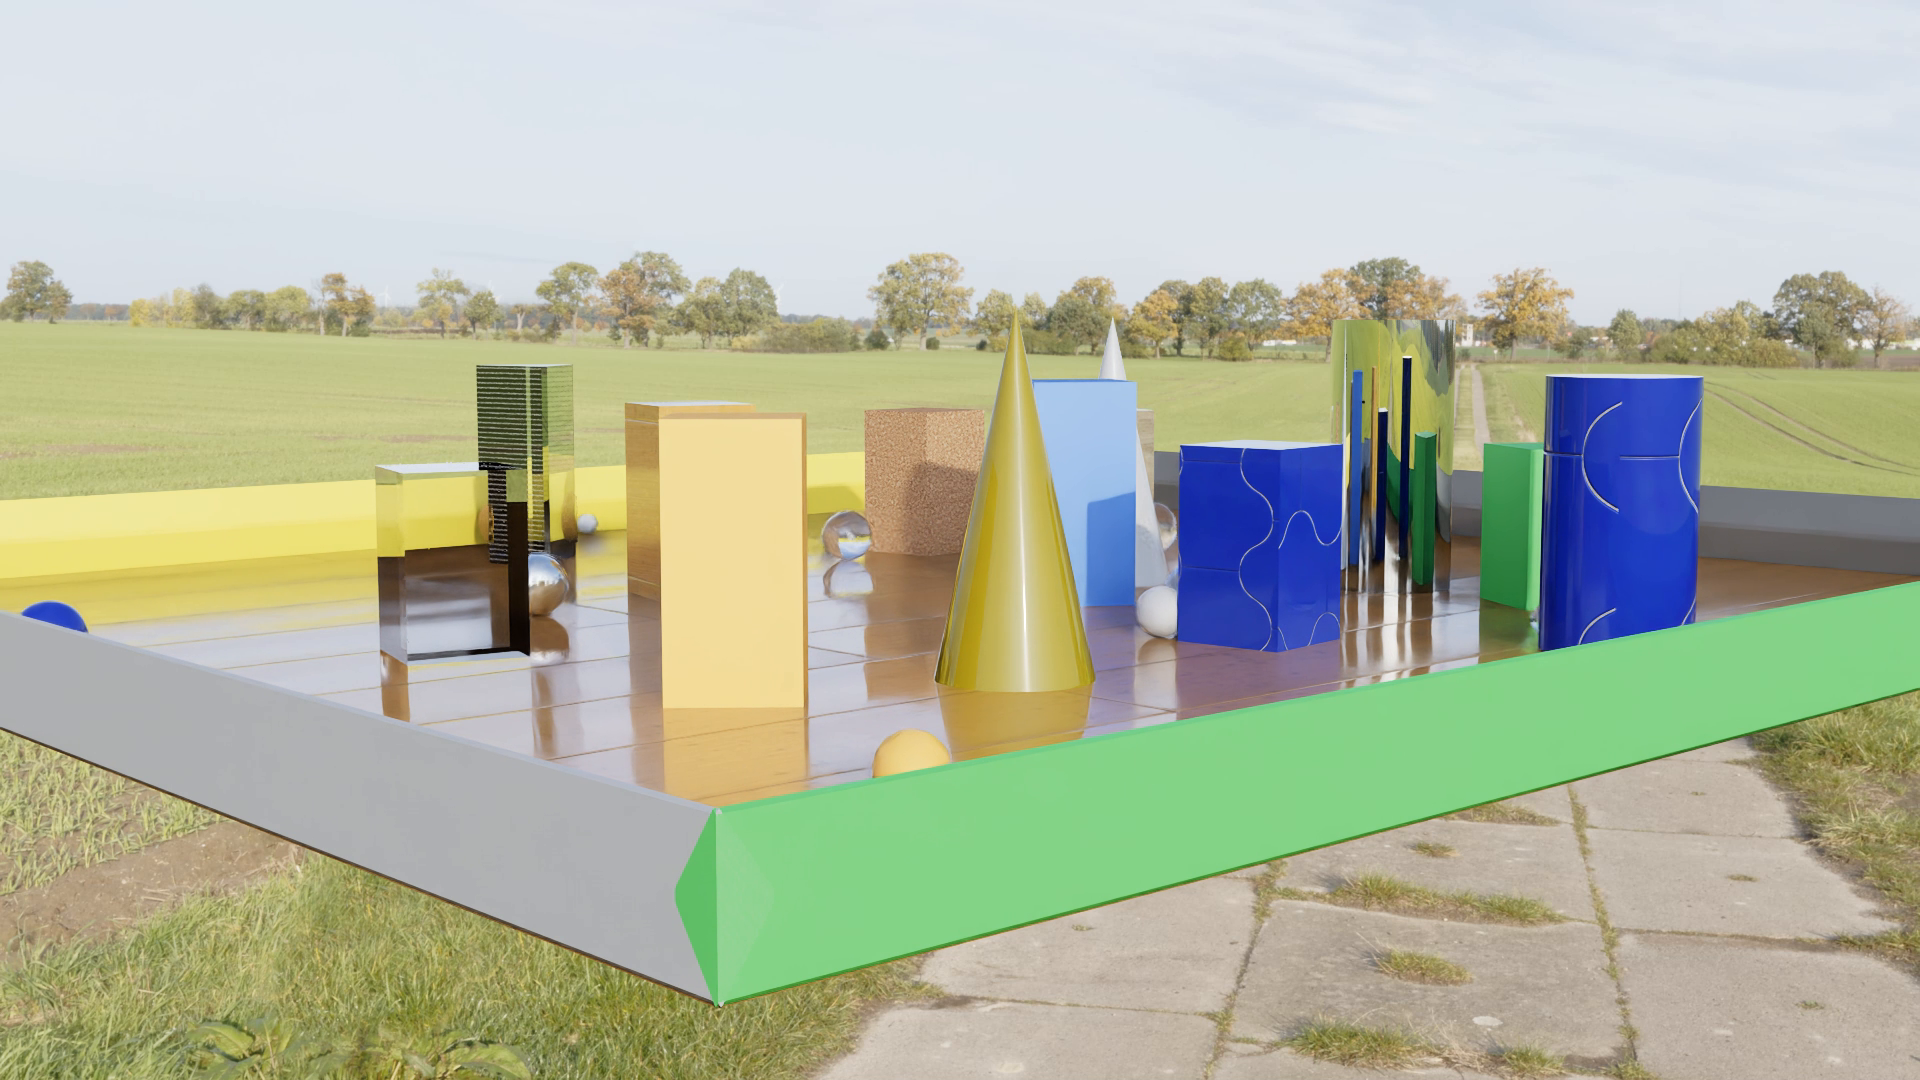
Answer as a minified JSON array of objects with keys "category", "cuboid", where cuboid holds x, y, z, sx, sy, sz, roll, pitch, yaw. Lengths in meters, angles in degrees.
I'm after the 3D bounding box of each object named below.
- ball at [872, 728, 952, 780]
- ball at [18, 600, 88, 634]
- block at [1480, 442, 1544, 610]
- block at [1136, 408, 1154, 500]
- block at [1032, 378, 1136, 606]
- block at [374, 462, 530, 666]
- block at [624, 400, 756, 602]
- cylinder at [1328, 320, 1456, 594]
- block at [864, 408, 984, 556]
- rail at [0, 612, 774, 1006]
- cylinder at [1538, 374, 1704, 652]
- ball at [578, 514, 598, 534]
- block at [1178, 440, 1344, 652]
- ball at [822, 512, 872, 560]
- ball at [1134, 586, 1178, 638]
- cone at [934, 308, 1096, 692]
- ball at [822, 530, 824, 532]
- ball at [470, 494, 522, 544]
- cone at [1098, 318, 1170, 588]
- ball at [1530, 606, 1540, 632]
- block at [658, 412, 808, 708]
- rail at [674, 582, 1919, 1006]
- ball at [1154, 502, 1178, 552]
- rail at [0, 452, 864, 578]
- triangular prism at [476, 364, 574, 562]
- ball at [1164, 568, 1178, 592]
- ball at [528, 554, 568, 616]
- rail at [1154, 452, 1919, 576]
[{"category":"ball","cuboid":[-0.043,0.205,1.970,0.072,0.072,0.072,0,6,0]},{"category":"ball","cuboid":[-1.123,0.118,2.712,0.089,0.089,0.089,0,6,0]},{"category":"block","cuboid":[0.902,-0.024,3.347,0.158,0.240,0.158,-1,6,-12]},{"category":"block","cuboid":[0.269,-0.126,4.262,0.158,0.254,0.158,-2,6,-22]},{"category":"block","cuboid":[0.174,-0.076,3.378,0.158,0.337,0.158,-1,6,-10]},{"category":"block","cuboid":[-0.660,0.027,2.855,0.158,0.242,0.158,-3,7,-27]},{"category":"block","cuboid":[-0.422,-0.064,3.448,0.158,0.300,0.158,-3,7,-27]},{"category":"cylinder","cuboid":[0.693,-0.139,3.541,0.197,0.430,0.197,0,6,0]},{"category":"block","cuboid":[-0.066,-0.111,4.087,0.158,0.261,0.158,5,8,42]},{"category":"rail","cuboid":[-1.034,0.132,2.383,0.045,0.128,2.645,-5,8,-42]},{"category":"cylinder","cuboid":[0.860,-0.034,2.867,0.197,0.360,0.197,0,6,0]},{"category":"ball","cuboid":[-0.743,-0.032,4.386,0.042,0.042,0.042,0,6,0]},{"category":"block","cuboid":[0.405,0.004,2.966,0.158,0.265,0.158,5,8,40]},{"category":"ball","cuboid":[-0.201,-0.008,3.924,0.088,0.088,0.088,0,6,0]},{"category":"ball","cuboid":[0.274,0.098,2.998,0.071,0.071,0.071,0,6,0]},{"category":"cone","cuboid":[0.066,-0.056,2.647,0.197,0.450,0.197,0,6,0]},{"category":"ball","cuboid":[-0.236,-0.012,4.161,0.048,0.048,0.048,0,6,0]},{"category":"ball","cuboid":[-0.884,-0.039,4.184,0.098,0.098,0.098,0,6,0]},{"category":"cone","cuboid":[0.249,-0.150,3.615,0.197,0.435,0.197,0,6,0]},{"category":"ball","cuboid":[0.806,0.110,3.031,0.040,0.040,0.040,0,6,0]},{"category":"block","cuboid":[-0.257,0.019,2.534,0.158,0.324,0.158,0,6,-2]},{"category":"rail","cuboid":[0.881,0.132,2.383,2.862,0.128,0.045,-5,8,-42]},{"category":"ball","cuboid":[0.347,-0.021,4.002,0.098,0.098,0.098,0,6,0]},{"category":"rail","cuboid":[-0.881,-0.066,4.281,2.862,0.128,0.045,-5,8,-42]},{"category":"triangular prism","cuboid":[-0.748,-0.140,3.941,0.171,0.347,0.148,4,7,35]},{"category":"ball","cuboid":[0.331,0.077,3.082,0.094,0.094,0.094,0,6,0]},{"category":"ball","cuboid":[-0.618,0.066,3.214,0.090,0.090,0.090,0,6,0]},{"category":"rail","cuboid":[1.034,-0.066,4.281,0.045,0.128,2.645,-5,8,-42]}]
